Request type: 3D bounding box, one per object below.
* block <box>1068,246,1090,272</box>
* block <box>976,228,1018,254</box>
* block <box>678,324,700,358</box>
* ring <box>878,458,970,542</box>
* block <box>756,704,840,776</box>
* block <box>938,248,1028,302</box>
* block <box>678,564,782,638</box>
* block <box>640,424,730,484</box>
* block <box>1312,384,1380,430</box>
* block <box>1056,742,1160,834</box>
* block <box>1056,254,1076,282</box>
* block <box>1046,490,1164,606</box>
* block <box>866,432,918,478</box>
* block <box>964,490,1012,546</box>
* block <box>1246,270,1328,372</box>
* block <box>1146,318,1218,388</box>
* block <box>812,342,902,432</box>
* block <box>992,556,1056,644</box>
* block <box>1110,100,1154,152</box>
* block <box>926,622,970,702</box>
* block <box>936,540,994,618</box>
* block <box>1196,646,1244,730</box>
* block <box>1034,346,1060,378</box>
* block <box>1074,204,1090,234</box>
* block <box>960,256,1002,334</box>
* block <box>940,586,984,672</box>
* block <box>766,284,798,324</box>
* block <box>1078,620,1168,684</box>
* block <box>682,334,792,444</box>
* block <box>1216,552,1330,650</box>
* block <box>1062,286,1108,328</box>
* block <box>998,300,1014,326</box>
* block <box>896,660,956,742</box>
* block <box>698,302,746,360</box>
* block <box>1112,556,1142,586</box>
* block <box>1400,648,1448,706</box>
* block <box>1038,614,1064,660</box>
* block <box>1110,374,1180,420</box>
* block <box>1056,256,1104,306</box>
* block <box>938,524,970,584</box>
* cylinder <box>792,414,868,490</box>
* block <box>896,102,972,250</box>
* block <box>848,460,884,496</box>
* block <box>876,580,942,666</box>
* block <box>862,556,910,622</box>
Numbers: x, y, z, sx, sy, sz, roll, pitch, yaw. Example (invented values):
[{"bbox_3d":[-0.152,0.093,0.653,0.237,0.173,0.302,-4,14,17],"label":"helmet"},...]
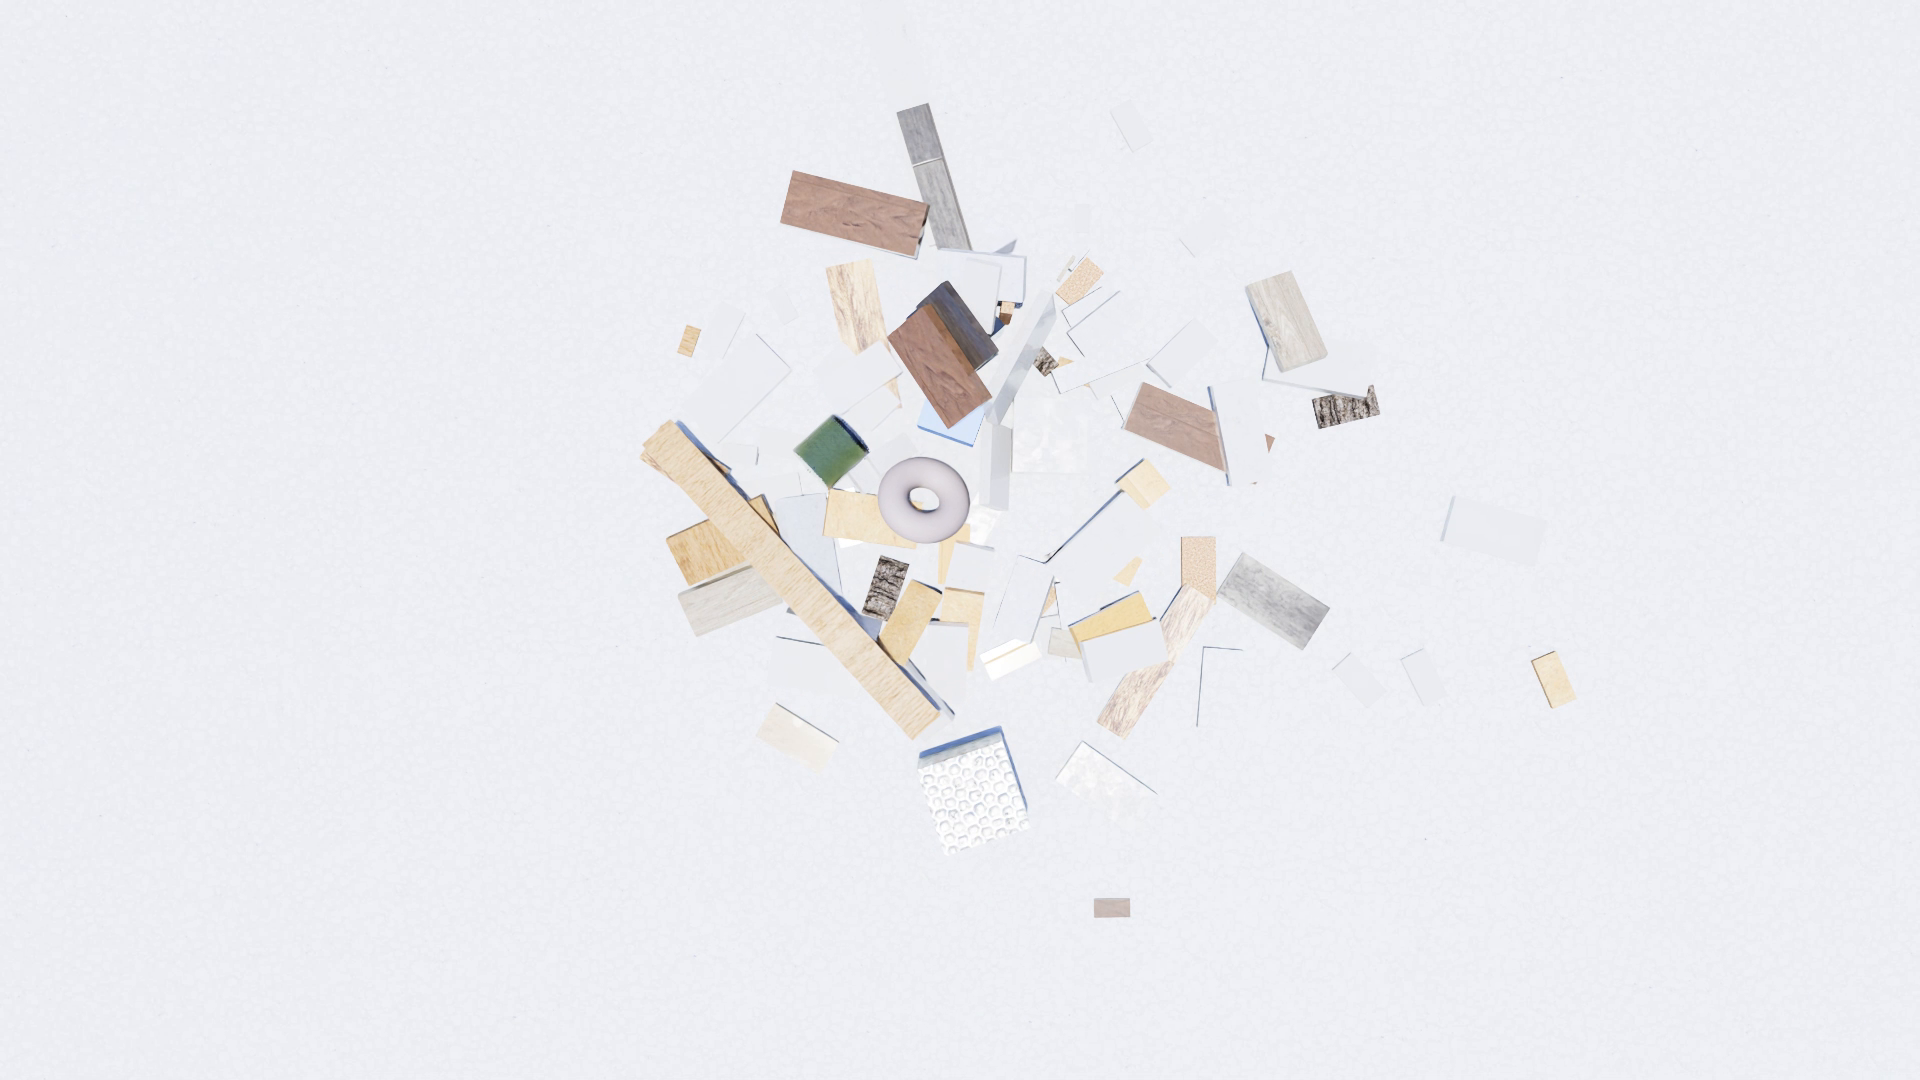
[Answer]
[{"bbox_3d":[0.395,-0.932,5.477,0.013,0.047,0.094,40,90,0],"label":"block"},{"bbox_3d":[0.097,-0.906,5.346,0.140,0.280,0.040,-33,84,-14],"label":"block"},{"bbox_3d":[-0.902,-0.663,5.493,0.050,0.014,0.099,19,90,0],"label":"block"},{"bbox_3d":[-0.118,-0.131,5.403,0.308,0.103,0.308,5,63,-10],"label":"ring"},{"bbox_3d":[-0.540,0.661,5.482,0.249,0.035,0.125,32,90,0],"label":"block"},{"bbox_3d":[0.069,-0.834,5.192,0.280,0.040,0.140,8,114,15],"label":"block"},{"bbox_3d":[-0.761,0.193,5.455,0.306,0.043,0.153,-22,109,0],"label":"block"},{"bbox_3d":[-0.912,-0.251,5.461,0.274,0.039,0.137,34,90,8],"label":"block"},{"bbox_3d":[1.284,-0.442,5.485,0.206,0.029,0.103,-14,90,0],"label":"block"},{"bbox_3d":[0.488,0.822,5.478,0.311,0.044,0.155,35,90,0],"label":"block"},{"bbox_3d":[0.352,-0.901,5.477,0.013,0.047,0.094,34,90,0],"label":"block"},{"bbox_3d":[0.469,0.025,5.377,0.356,0.050,0.178,-44,95,9],"label":"block"},{"bbox_3d":[-0.225,-0.284,5.453,0.163,0.023,0.081,-35,90,-27],"label":"block"},{"bbox_3d":[0.077,-0.088,5.486,0.102,0.029,0.203,29,90,0],"label":"block"},{"bbox_3d":[1.076,-0.720,5.435,0.156,0.044,0.312,-19,76,-5],"label":"block"},{"bbox_3d":[0.738,-0.620,5.466,0.225,0.032,0.113,-44,90,-9],"label":"block"},{"bbox_3d":[-0.340,-0.504,5.436,0.138,0.039,0.276,-44,90,0],"label":"block"},{"bbox_3d":[0.215,0.199,5.459,0.133,0.038,0.266,19,88,16],"label":"block"},{"bbox_3d":[0.570,-1.378,5.489,0.078,0.022,0.157,-29,90,0],"label":"block"},{"bbox_3d":[-0.042,0.400,5.436,0.132,0.037,0.265,3,110,2],"label":"block"},{"bbox_3d":[0.018,0.144,5.444,0.133,0.038,0.266,14,105,-1],"label":"block"},{"bbox_3d":[0.865,0.494,5.481,0.133,0.038,0.266,5,90,0],"label":"block"},{"bbox_3d":[0.263,-0.610,5.481,0.064,0.018,0.129,-42,83,4],"label":"block"},{"bbox_3d":[0.407,-1.070,5.493,0.047,0.013,0.094,-1,90,0],"label":"block"},{"bbox_3d":[0.062,-0.767,5.180,0.113,0.032,0.225,14,121,12],"label":"block"},{"bbox_3d":[-0.003,0.294,5.447,0.133,0.038,0.266,9,105,0],"label":"block"},{"bbox_3d":[-0.592,-0.783,5.491,0.061,0.017,0.122,-29,90,0],"label":"block"},{"bbox_3d":[0.536,0.363,5.387,0.276,0.039,0.138,-15,93,-17],"label":"block"},{"bbox_3d":[-0.742,-0.503,5.476,0.345,0.049,0.172,-45,90,0],"label":"block"},{"bbox_3d":[1.038,0.204,5.476,0.338,0.048,0.169,33,90,0],"label":"block"},{"bbox_3d":[0.423,-0.768,5.476,0.157,0.022,0.078,-31,106,-2],"label":"block"},{"bbox_3d":[0.158,-0.787,5.360,0.040,0.280,0.140,10,90,-1],"label":"block"},{"bbox_3d":[-0.151,0.527,5.455,0.132,0.037,0.265,-40,90,25],"label":"block"},{"bbox_3d":[-0.791,-0.697,5.488,0.086,0.024,0.173,26,90,0],"label":"block"},{"bbox_3d":[0.492,0.062,5.485,0.206,0.029,0.103,28,90,0],"label":"block"},{"bbox_3d":[1.543,0.457,5.488,0.086,0.024,0.172,-26,90,0],"label":"block"},{"bbox_3d":[0.303,0.324,5.480,0.071,0.020,0.141,-9,97,-3],"label":"block"},{"bbox_3d":[0.617,-0.482,5.485,0.206,0.029,0.103,-27,90,0],"label":"block"},{"bbox_3d":[0.398,-0.856,5.489,0.078,0.022,0.157,42,90,0],"label":"block"},{"bbox_3d":[-0.019,0.045,5.467,0.102,0.029,0.203,2,99,4],"label":"block"},{"bbox_3d":[-0.426,-0.288,5.403,0.177,0.177,0.177,-43,90,-6],"label":"cylinder"},{"bbox_3d":[-0.078,-1.164,5.445,0.113,0.032,0.545,-17,90,0],"label":"block"},{"bbox_3d":[-0.276,-0.234,5.445,0.184,0.026,0.092,-38,90,-28],"label":"block"},{"bbox_3d":[-0.172,0.272,5.430,0.037,0.132,0.265,33,84,-44],"label":"block"},{"bbox_3d":[-0.248,0.163,5.486,0.102,0.029,0.203,18,90,0],"label":"block"}]
